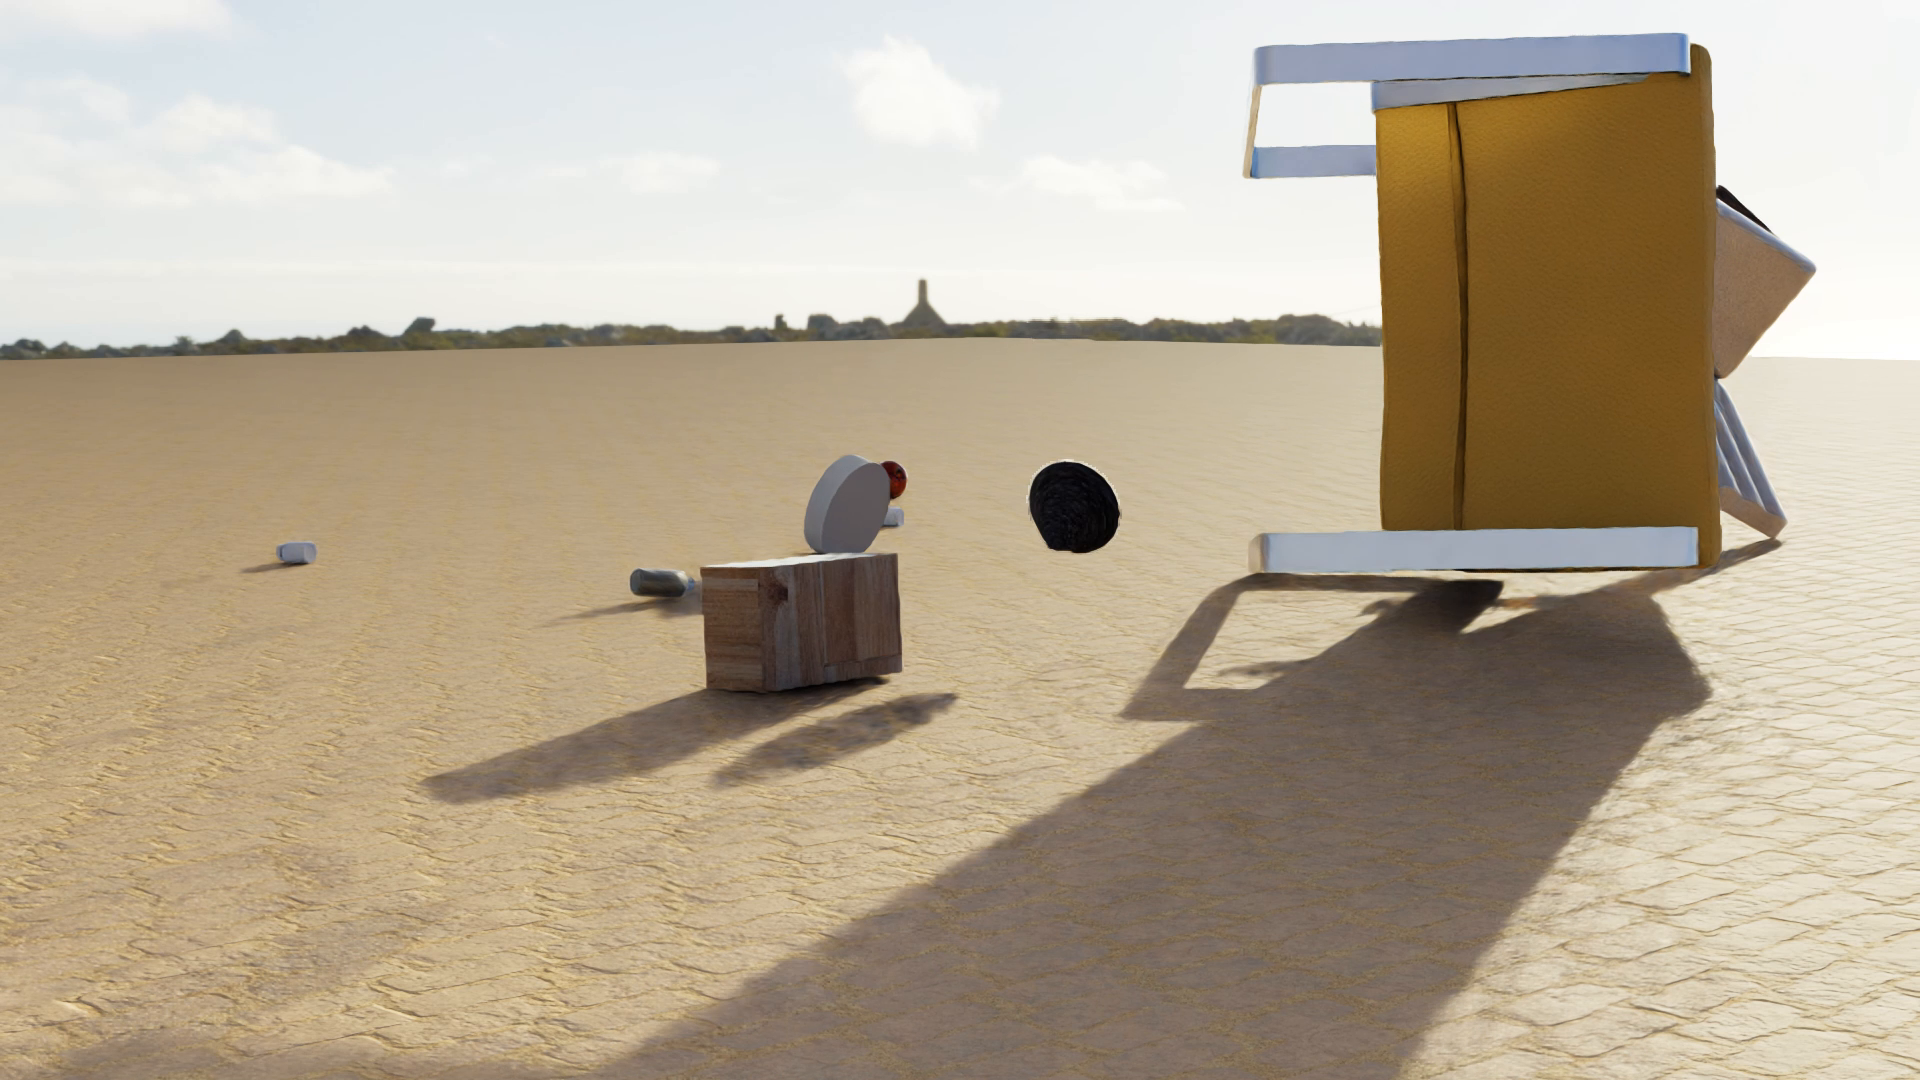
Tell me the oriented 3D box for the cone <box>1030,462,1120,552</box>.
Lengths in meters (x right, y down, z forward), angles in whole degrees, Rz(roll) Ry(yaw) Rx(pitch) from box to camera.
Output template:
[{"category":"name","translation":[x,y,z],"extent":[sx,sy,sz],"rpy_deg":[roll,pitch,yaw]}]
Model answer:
[{"category":"cone","translation":[0.181,-0.021,4.577],"extent":[0.170,0.190,0.149],"rpy_deg":[6,33,19]}]

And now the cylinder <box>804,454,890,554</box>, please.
[{"category":"cylinder","translation":[-0.265,-0.073,5.982],"extent":[0.131,0.250,0.279],"rpy_deg":[24,0,-13]}]

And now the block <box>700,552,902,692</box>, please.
[{"category":"block","translation":[-0.254,0.130,4.156],"extent":[0.298,0.195,0.141],"rpy_deg":[-6,4,-44]}]
